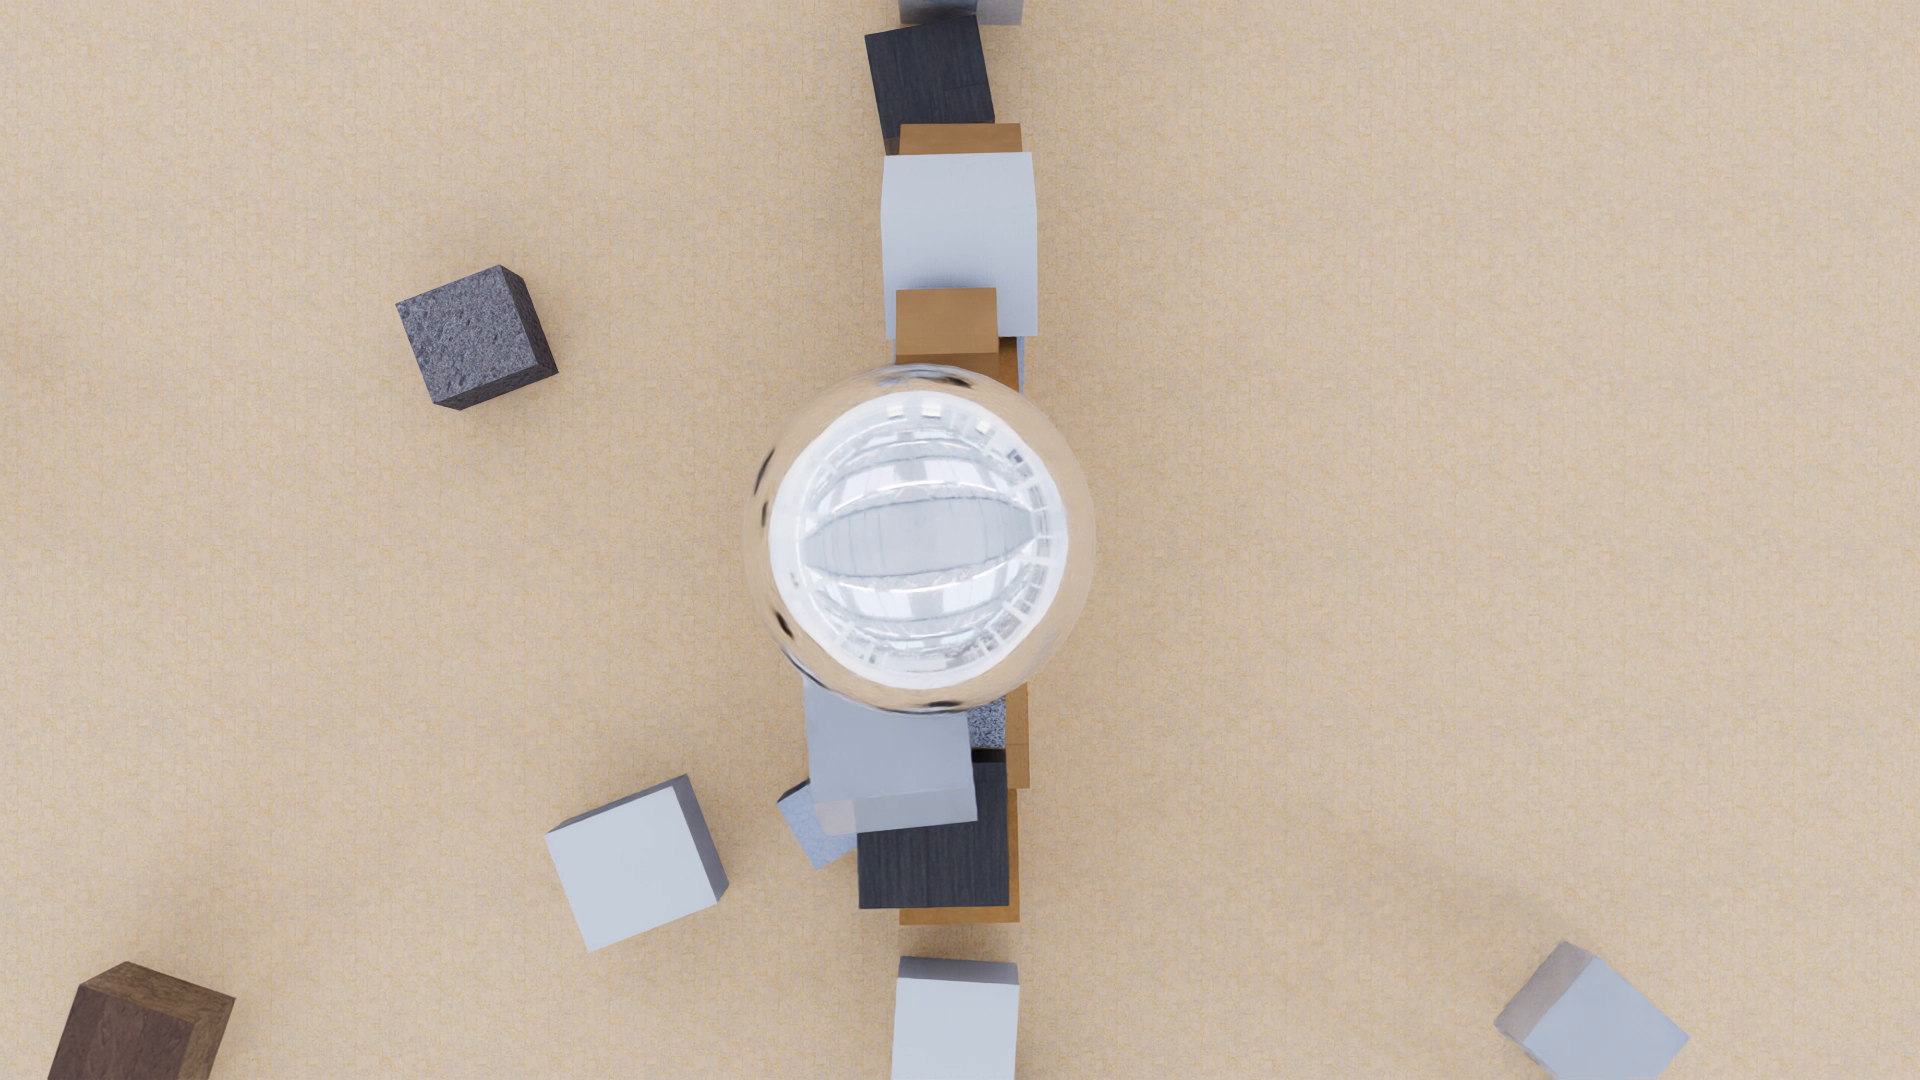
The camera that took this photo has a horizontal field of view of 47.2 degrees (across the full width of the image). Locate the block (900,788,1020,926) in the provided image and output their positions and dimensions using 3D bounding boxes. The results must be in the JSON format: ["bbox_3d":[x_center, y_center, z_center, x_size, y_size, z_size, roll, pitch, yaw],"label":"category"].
[{"bbox_3d":[-0.009,1.766,12.620,0.671,0.760,0.741,-1,90,0],"label":"block"}]

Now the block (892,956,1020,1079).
[{"bbox_3d":[-0.030,2.835,12.675,0.688,0.650,0.713,4,90,0],"label":"block"}]

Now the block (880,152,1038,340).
[{"bbox_3d":[0.000,-1.524,11.333,0.768,0.816,0.688,-1,119,1],"label":"block"}]

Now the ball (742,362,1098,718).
[{"bbox_3d":[-0.182,0.000,9.902,1.600,1.600,1.600,0,90,0],"label":"ball"}]

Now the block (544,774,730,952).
[{"bbox_3d":[-1.849,1.848,12.669,0.775,0.663,0.706,-21,90,0],"label":"block"}]

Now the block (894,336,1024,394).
[{"bbox_3d":[-0.009,-0.749,12.111,0.703,0.636,0.696,0,90,0],"label":"block"}]

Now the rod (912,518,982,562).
[{"bbox_3d":[-0.079,0.000,6.503,0.080,5.200,0.080,0,90,-2],"label":"rod"}]

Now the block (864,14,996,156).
[{"bbox_3d":[-0.172,-2.617,12.710,0.645,0.580,0.597,-11,90,0],"label":"block"}]

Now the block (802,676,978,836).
[{"bbox_3d":[-0.354,0.964,11.177,0.790,0.794,0.857,-6,71,0],"label":"block"}]

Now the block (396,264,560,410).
[{"bbox_3d":[-2.769,-1.156,12.665,0.627,0.669,0.600,-21,90,0],"label":"block"}]

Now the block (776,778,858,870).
[{"bbox_3d":[-0.724,1.564,12.741,0.485,0.518,0.445,-31,90,0],"label":"block"}]

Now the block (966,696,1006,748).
[{"bbox_3d":[-0.036,0.817,11.979,0.562,0.569,0.569,1,90,0],"label":"block"}]

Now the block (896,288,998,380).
[{"bbox_3d":[-0.061,-0.929,10.908,0.496,0.443,0.448,-1,50,0],"label":"block"}]

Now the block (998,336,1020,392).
[{"bbox_3d":[0.016,-0.761,11.400,0.563,0.532,0.590,-2,50,0],"label":"block"}]

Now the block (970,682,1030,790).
[{"bbox_3d":[-0.009,0.929,12.632,0.778,0.737,0.931,-1,90,0],"label":"block"}]

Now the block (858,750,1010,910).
[{"bbox_3d":[-0.138,1.549,11.878,0.789,0.716,0.754,-1,90,1],"label":"block"}]

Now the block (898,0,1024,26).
[{"bbox_3d":[0.010,-3.389,12.578,0.712,0.843,0.684,1,90,0],"label":"block"}]

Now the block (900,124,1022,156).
[{"bbox_3d":[0.006,-1.867,11.992,0.658,0.669,0.612,0,119,0],"label":"block"}]

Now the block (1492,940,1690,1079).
[{"bbox_3d":[3.625,2.826,12.673,0.707,0.614,0.650,41,87,0],"label":"block"}]

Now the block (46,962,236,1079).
[{"bbox_3d":[-4.712,2.914,12.652,0.686,0.696,0.668,19,90,0],"label":"block"}]
